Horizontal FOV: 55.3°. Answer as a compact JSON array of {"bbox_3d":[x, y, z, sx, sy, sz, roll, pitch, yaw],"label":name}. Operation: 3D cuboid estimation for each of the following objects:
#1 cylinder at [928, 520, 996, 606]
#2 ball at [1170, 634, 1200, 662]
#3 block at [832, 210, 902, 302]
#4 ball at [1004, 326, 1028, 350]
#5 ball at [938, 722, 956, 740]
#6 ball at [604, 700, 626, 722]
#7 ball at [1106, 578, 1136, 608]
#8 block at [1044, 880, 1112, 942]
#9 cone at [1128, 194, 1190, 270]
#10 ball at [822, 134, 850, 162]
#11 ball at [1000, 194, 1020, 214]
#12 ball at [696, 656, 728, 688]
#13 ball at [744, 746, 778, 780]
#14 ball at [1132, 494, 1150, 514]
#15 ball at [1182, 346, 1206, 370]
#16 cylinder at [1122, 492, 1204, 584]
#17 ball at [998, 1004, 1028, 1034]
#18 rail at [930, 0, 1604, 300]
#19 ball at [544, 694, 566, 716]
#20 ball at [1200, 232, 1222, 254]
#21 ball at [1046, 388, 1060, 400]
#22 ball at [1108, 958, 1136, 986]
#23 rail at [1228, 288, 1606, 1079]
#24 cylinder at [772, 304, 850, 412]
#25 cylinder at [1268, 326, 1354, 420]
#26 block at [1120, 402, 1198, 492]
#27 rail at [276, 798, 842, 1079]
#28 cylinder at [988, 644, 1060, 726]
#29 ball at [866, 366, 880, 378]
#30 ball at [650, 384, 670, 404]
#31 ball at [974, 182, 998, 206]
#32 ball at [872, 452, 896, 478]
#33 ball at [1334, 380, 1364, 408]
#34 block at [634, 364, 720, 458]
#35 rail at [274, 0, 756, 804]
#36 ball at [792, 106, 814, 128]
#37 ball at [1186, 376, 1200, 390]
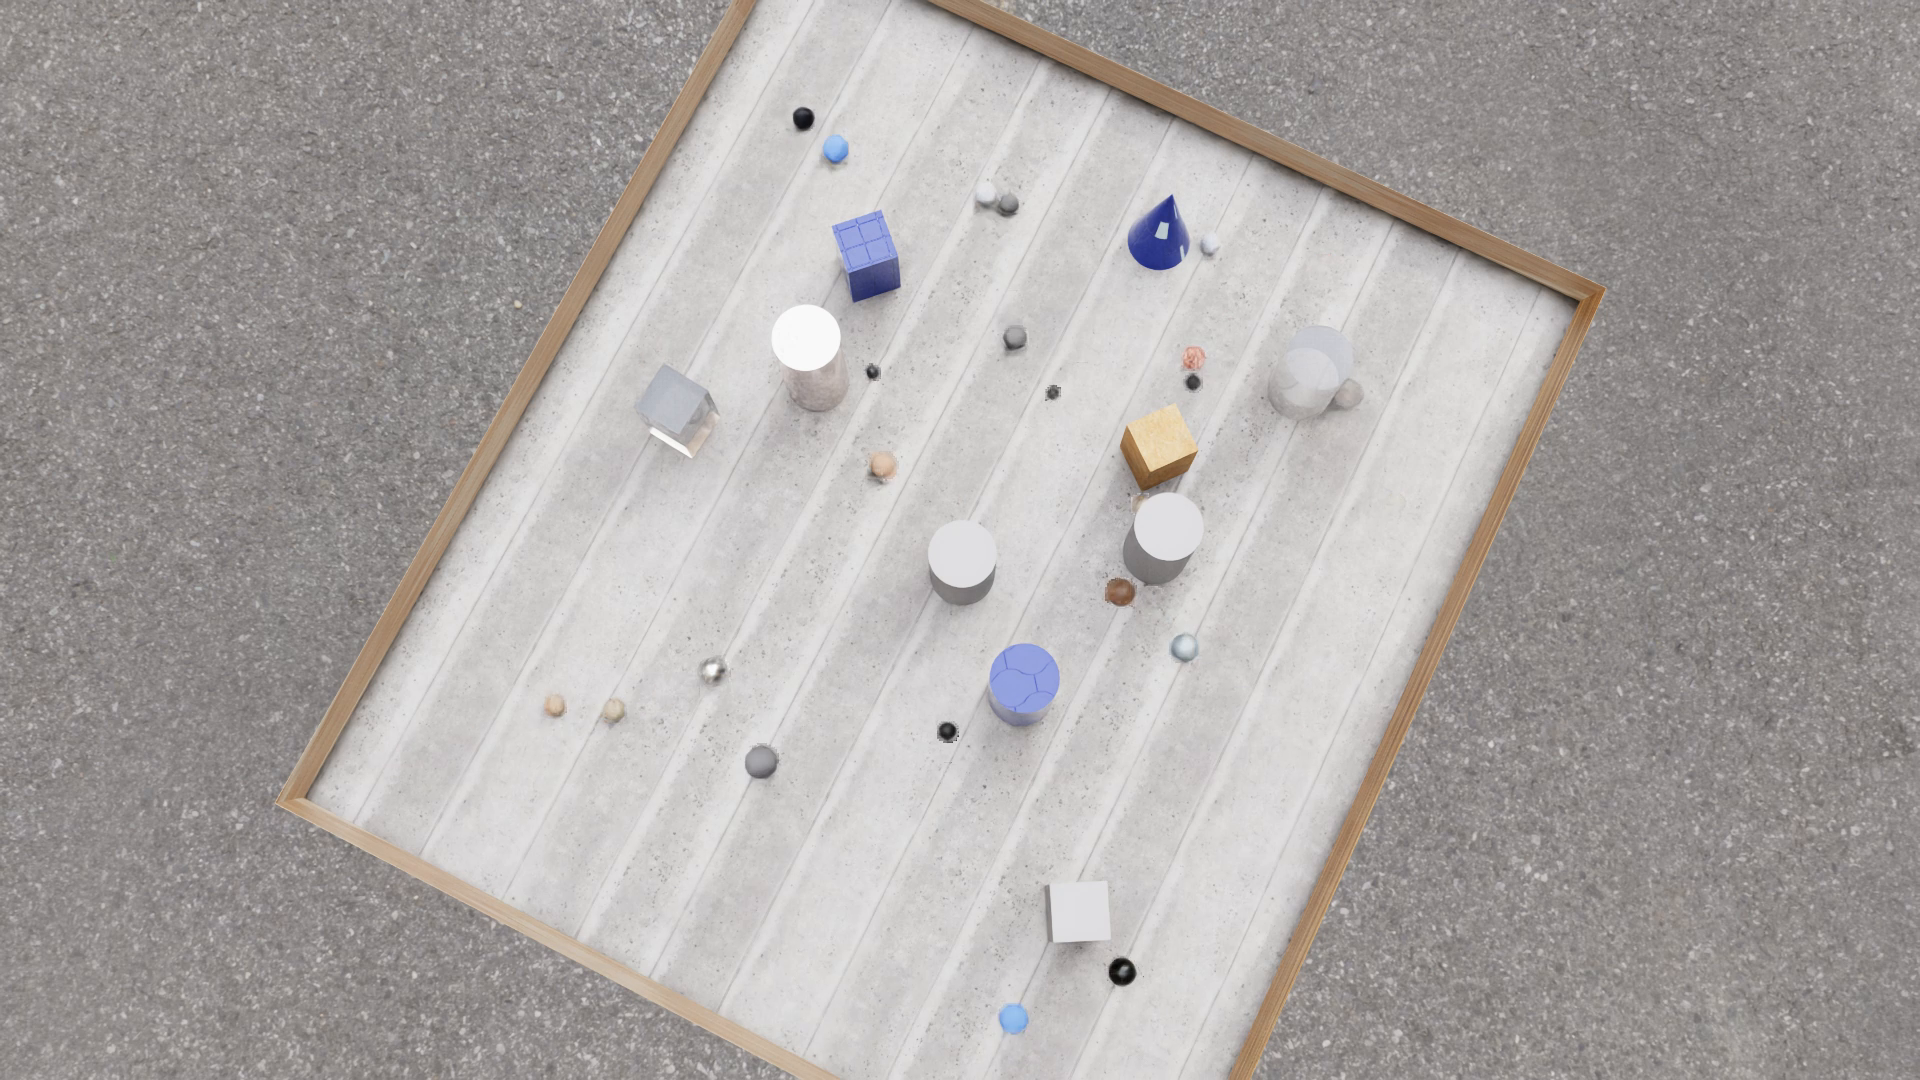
[{"bbox_3d":[0.007,0.071,5.444,0.199,0.309,0.199,0,78,0],"label":"cylinder"},{"bbox_3d":[0.677,0.323,5.506,0.086,0.086,0.086,0,78,0],"label":"ball"},{"bbox_3d":[-0.287,-0.873,5.658,0.159,0.272,0.159,-19,79,-4],"label":"block"},{"bbox_3d":[0.172,-0.630,5.710,0.073,0.073,0.073,0,78,0],"label":"ball"},{"bbox_3d":[-0.037,0.570,5.470,0.055,0.055,0.055,0,78,0],"label":"ball"},{"bbox_3d":[-1.033,0.509,5.478,0.066,0.066,0.066,0,78,0],"label":"ball"},{"bbox_3d":[0.487,0.160,5.540,0.086,0.086,0.086,0,78,0],"label":"ball"},{"bbox_3d":[0.332,1.060,5.222,0.159,0.343,0.159,-3,78,-1],"label":"block"},{"bbox_3d":[0.630,-0.989,5.625,0.199,0.384,0.199,0,78,0],"label":"cone"},{"bbox_3d":[-0.395,-1.246,5.831,0.085,0.085,0.085,0,78,0],"label":"ball"},{"bbox_3d":[0.156,-1.066,5.806,0.062,0.062,0.062,0,78,0],"label":"ball"},{"bbox_3d":[-0.741,0.395,5.487,0.093,0.093,0.093,0,78,0],"label":"ball"},{"bbox_3d":[-0.589,0.659,5.430,0.099,0.099,0.099,0,78,0],"label":"ball"},{"bbox_3d":[0.558,-0.107,5.606,0.065,0.065,0.065,0,78,0],"label":"ball"},{"bbox_3d":[0.727,-0.567,5.696,0.074,0.074,0.074,0,78,0],"label":"ball"},{"bbox_3d":[0.597,0.000,5.421,0.199,0.383,0.199,0,78,0],"label":"cylinder"},{"bbox_3d":[0.155,1.382,5.288,0.084,0.084,0.084,0,78,0],"label":"ball"},{"bbox_3d":[0.703,-1.370,5.833,2.861,0.129,0.045,26,80,5],"label":"rail"},{"bbox_3d":[-1.213,0.496,5.481,0.065,0.065,0.065,0,78,0],"label":"ball"},{"bbox_3d":[0.792,-0.936,5.777,0.066,0.066,0.066,0,78,0],"label":"ball"},{"bbox_3d":[0.289,-0.454,5.690,0.041,0.041,0.041,0,78,0],"label":"ball"},{"bbox_3d":[0.471,1.253,5.315,0.082,0.082,0.082,0,78,0],"label":"ball"},{"bbox_3d":[1.258,0.623,5.421,0.045,0.129,3.192,26,80,5],"label":"rail"},{"bbox_3d":[-0.444,-0.538,5.501,0.199,0.445,0.199,0,78,0],"label":"cylinder"},{"bbox_3d":[1.056,-0.501,5.546,0.199,0.342,0.199,0,78,0],"label":"cylinder"},{"bbox_3d":[0.599,-0.277,5.541,0.159,0.260,0.159,-24,79,-5],"label":"block"},{"bbox_3d":[-0.703,1.384,5.263,2.861,0.129,0.045,26,80,5],"label":"rail"},{"bbox_3d":[0.182,0.426,5.345,0.199,0.358,0.199,0,78,0],"label":"cylinder"},{"bbox_3d":[-0.272,-0.523,5.703,0.043,0.043,0.043,0,78,0],"label":"ball"},{"bbox_3d":[-0.929,-0.454,5.678,0.064,0.064,0.064,0,78,0],"label":"ball"},{"bbox_3d":[0.082,-1.098,5.807,0.072,0.072,0.072,0,78,0],"label":"ball"},{"bbox_3d":[-0.235,-0.229,5.625,0.077,0.077,0.077,0,78,0],"label":"ball"},{"bbox_3d":[1.200,-0.451,5.654,0.092,0.092,0.092,0,78,0],"label":"ball"},{"bbox_3d":[-0.853,-0.388,5.550,0.159,0.288,0.159,31,80,6],"label":"block"},{"bbox_3d":[-1.258,-0.609,5.676,0.045,0.129,3.192,26,80,5],"label":"rail"},{"bbox_3d":[-0.501,-1.351,5.860,0.071,0.071,0.071,0,78,0],"label":"ball"},{"bbox_3d":[0.725,-0.488,5.694,0.047,0.047,0.047,0,78,0],"label":"ball"}]
